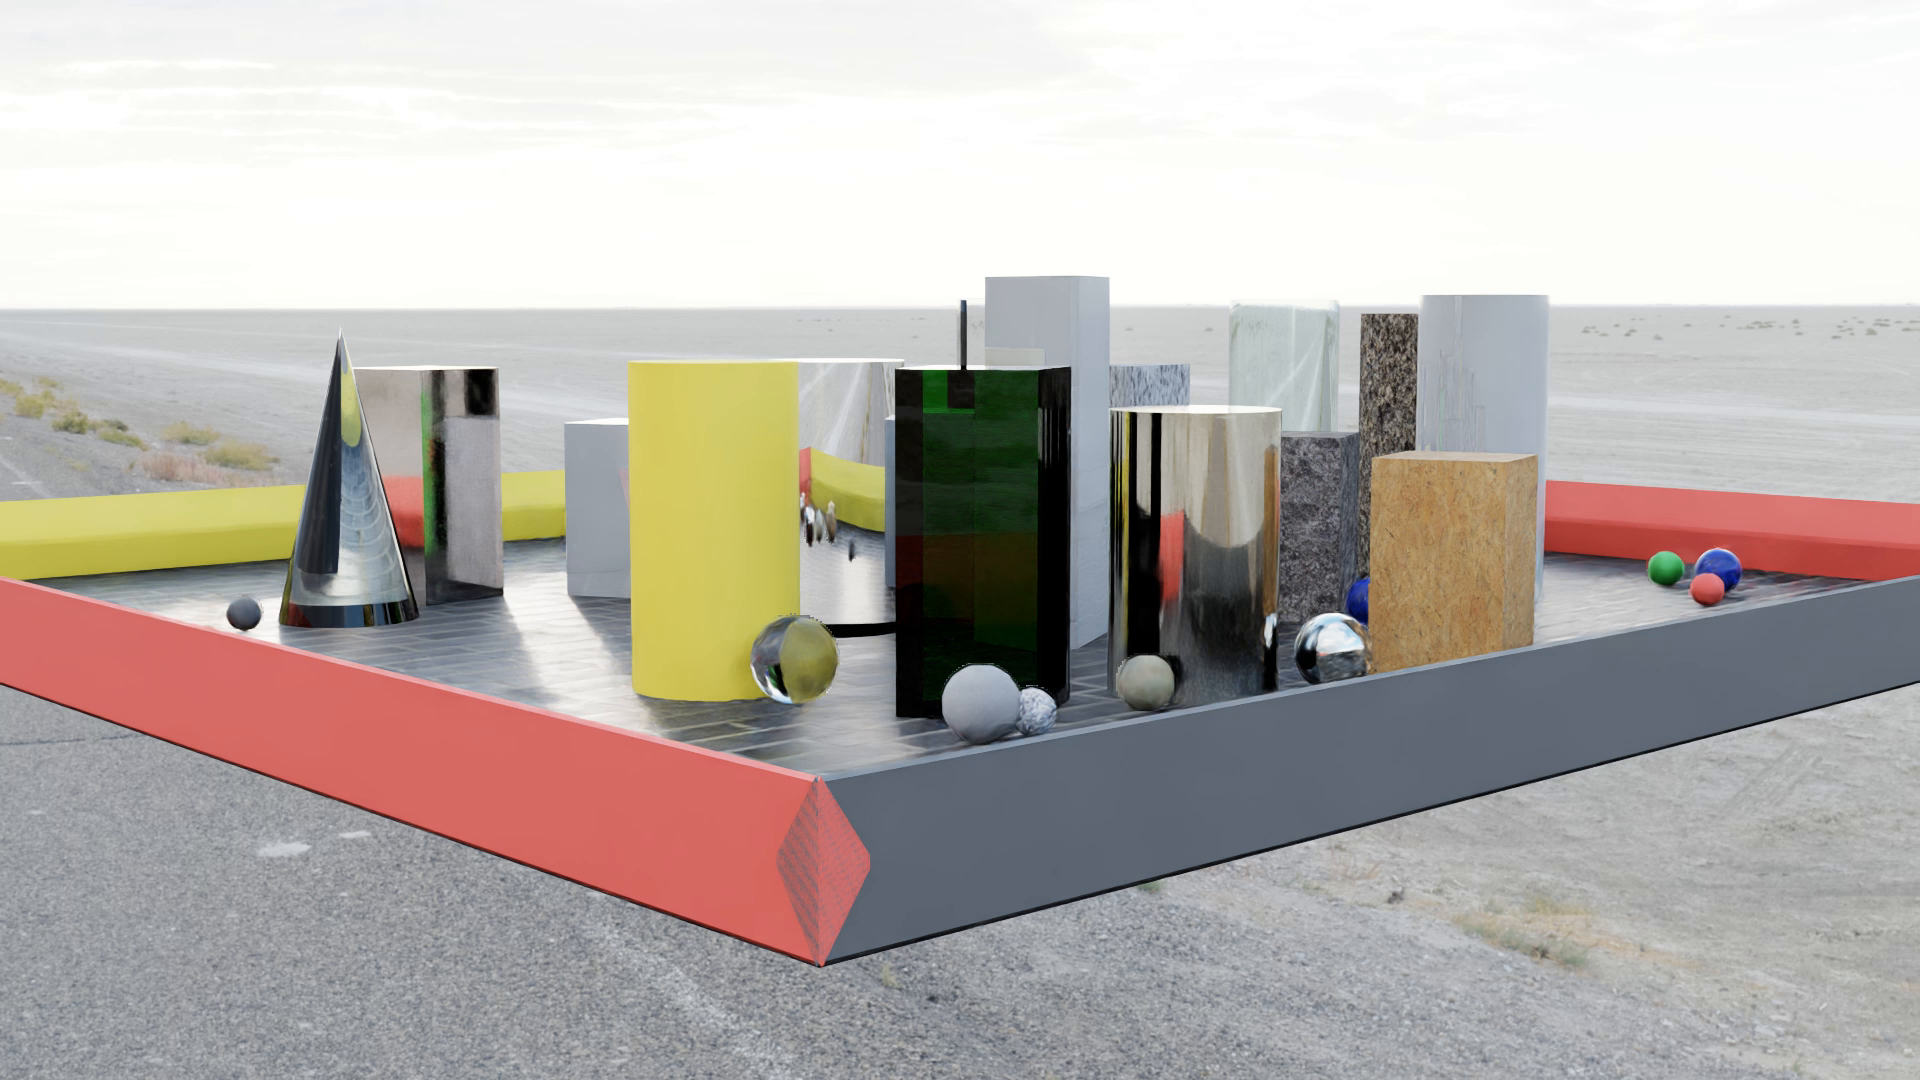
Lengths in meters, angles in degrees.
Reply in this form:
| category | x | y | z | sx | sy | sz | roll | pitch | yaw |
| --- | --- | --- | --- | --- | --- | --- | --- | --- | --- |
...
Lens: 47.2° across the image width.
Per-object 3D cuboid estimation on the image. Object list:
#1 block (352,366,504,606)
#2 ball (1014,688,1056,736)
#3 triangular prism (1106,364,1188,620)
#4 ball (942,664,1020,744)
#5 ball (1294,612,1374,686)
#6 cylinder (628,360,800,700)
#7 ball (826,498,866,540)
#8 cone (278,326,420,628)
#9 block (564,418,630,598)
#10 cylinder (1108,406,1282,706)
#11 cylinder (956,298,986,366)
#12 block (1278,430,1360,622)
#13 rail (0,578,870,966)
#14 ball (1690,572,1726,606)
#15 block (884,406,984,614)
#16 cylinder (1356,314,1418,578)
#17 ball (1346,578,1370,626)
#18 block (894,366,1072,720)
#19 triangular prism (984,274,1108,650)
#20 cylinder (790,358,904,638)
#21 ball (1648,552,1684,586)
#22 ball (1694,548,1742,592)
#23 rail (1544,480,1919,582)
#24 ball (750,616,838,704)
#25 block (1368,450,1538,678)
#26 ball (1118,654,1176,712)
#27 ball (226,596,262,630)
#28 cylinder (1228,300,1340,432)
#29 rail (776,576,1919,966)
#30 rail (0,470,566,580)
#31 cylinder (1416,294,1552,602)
| category | x | y | z | sx | sy | sz | roll | pitch | yaw |
| --- | --- | --- | --- | --- | --- | --- | --- | --- | --- |
| block | -0.828 | -0.089 | 3.419 | 0.160 | 0.357 | 0.160 | 4 | 7 | 34 |
| ball | 0.076 | 0.181 | 2.310 | 0.051 | 0.051 | 0.051 | 0 | 6 | 0 |
| triangular prism | 0.225 | -0.074 | 3.227 | 0.150 | 0.367 | 0.173 | 4 | 7 | 36 |
| ball | 0.022 | 0.169 | 2.270 | 0.082 | 0.082 | 0.082 | 0 | 6 | 0 |
| ball | 0.438 | 0.131 | 2.583 | 0.093 | 0.093 | 0.093 | 0 | 6 | 0 |
| cylinder | -0.290 | -0.018 | 2.600 | 0.200 | 0.386 | 0.200 | 0 | 6 | 0 |
| ball | -0.222 | -0.039 | 4.280 | 0.081 | 0.081 | 0.081 | 0 | 6 | 0 |
| cone | -0.888 | -0.097 | 3.176 | 0.200 | 0.424 | 0.200 | 0 | 6 | 0 |
| block | -0.516 | -0.053 | 3.496 | 0.160 | 0.271 | 0.160 | 2 | 6 | 20 |
| cylinder | 0.272 | 0.013 | 2.566 | 0.200 | 0.332 | 0.200 | 0 | 6 | 0 |
| cylinder | 0.094 | -0.155 | 3.540 | 0.200 | 0.465 | 0.200 | 0 | 6 | 0 |
| block | 0.492 | -0.023 | 3.234 | 0.160 | 0.265 | 0.160 | 2 | 6 | 20 |
| rail | -0.958 | 0.125 | 2.453 | 0.045 | 0.130 | 2.594 | -5 | 8 | -42 |
| ball | 1.133 | 0.075 | 3.334 | 0.050 | 0.050 | 0.050 | 0 | 6 | 0 |
| block | -0.015 | -0.049 | 3.322 | 0.160 | 0.298 | 0.160 | 2 | 6 | 15 |
| cylinder | 0.768 | -0.157 | 3.677 | 0.200 | 0.440 | 0.200 | 0 | 6 | 0 |
| ball | 0.581 | 0.088 | 3.122 | 0.068 | 0.068 | 0.068 | 0 | 6 | 0 |
| block | 0.028 | -0.001 | 2.457 | 0.160 | 0.382 | 0.160 | 2 | 6 | 16 |
| triangular prism | 0.147 | -0.112 | 2.994 | 0.150 | 0.491 | 0.173 | -5 | 8 | -42 |
| cylinder | -0.177 | -0.063 | 3.085 | 0.200 | 0.376 | 0.200 | 0 | 6 | 0 |
| ball | 1.147 | 0.046 | 3.573 | 0.057 | 0.057 | 0.057 | 0 | 6 | 0 |
| ball | 1.201 | 0.049 | 3.481 | 0.071 | 0.071 | 0.071 | 0 | 6 | 0 |
| rail | 0.958 | -0.058 | 4.211 | 0.045 | 0.130 | 2.594 | -5 | 8 | -42 |
| ball | -0.188 | 0.136 | 2.499 | 0.100 | 0.100 | 0.100 | 0 | 6 | 0 |
| block | 0.596 | 0.034 | 2.656 | 0.160 | 0.271 | 0.160 | 3 | 7 | 27 |
| ball | 0.208 | 0.159 | 2.453 | 0.064 | 0.064 | 0.064 | 0 | 6 | 0 |
| ball | -1.000 | 0.103 | 3.072 | 0.048 | 0.048 | 0.048 | 0 | 6 | 0 |
| cylinder | 0.591 | -0.206 | 4.029 | 0.200 | 0.465 | 0.200 | 0 | 6 | 0 |
| rail | 0.863 | 0.131 | 2.401 | 2.654 | 0.130 | 0.045 | -5 | 8 | -42 |
| rail | -0.863 | -0.063 | 4.263 | 2.654 | 0.130 | 0.045 | -5 | 8 | -42 |
| cylinder | 0.810 | -0.146 | 3.422 | 0.200 | 0.470 | 0.200 | 0 | 6 | 0 |
